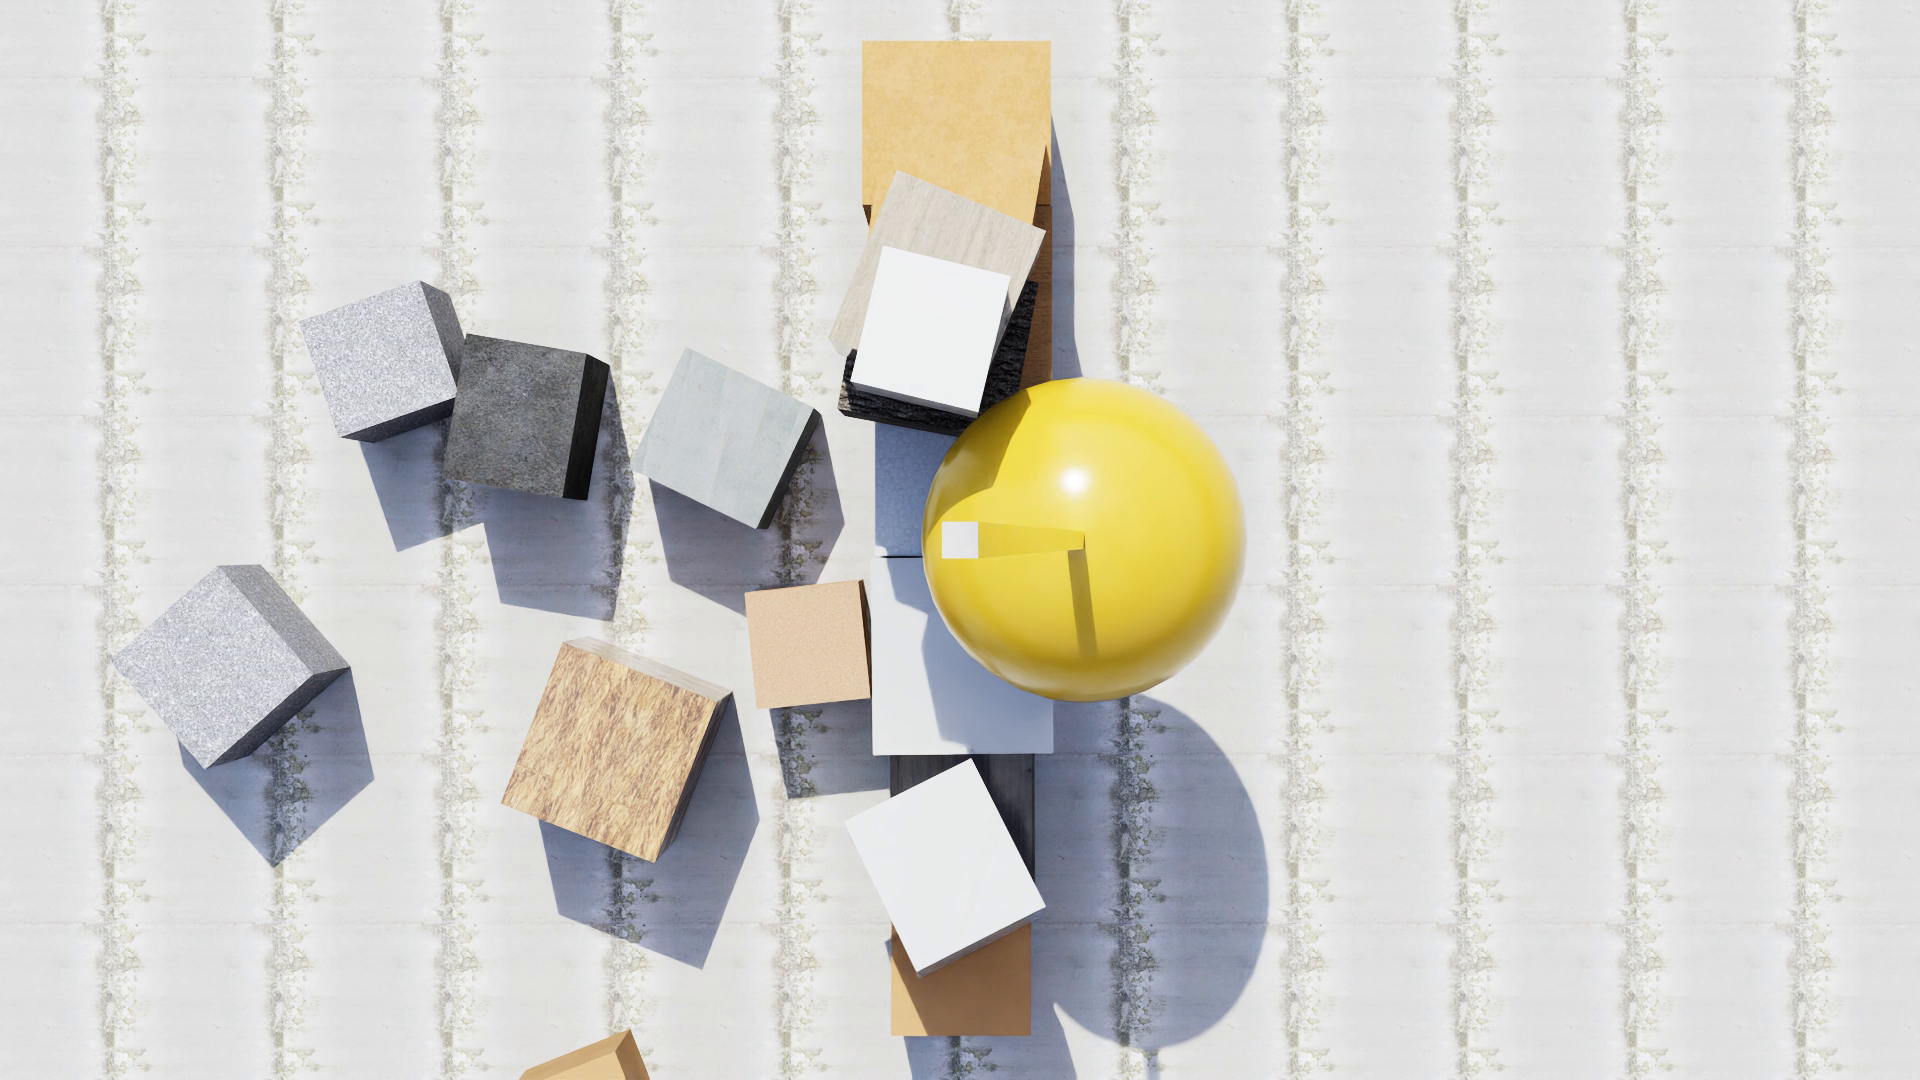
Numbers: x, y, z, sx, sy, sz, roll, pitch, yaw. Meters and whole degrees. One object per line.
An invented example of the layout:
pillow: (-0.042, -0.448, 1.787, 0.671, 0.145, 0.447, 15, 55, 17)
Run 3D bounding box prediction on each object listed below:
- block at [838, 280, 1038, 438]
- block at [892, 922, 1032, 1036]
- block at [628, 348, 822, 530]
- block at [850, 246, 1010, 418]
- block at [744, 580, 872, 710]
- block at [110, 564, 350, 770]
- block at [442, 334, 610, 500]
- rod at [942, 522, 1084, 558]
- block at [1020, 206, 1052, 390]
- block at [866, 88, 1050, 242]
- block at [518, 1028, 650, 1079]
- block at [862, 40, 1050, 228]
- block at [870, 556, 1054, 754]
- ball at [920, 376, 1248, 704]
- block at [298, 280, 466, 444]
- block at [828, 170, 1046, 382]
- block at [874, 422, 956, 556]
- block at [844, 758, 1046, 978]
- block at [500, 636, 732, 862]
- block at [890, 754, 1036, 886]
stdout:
block: (-0.113, -1.000, 11.662, 0.901, 0.734, 0.825, 11, 90, 0)
block: (0.006, 2.333, 12.559, 0.770, 0.881, 0.798, 0, 90, 0)
block: (-1.334, -0.571, 12.635, 0.790, 0.730, 0.750, 25, 90, 0)
block: (-0.131, -0.943, 10.093, 0.585, 0.568, 0.622, 14, 90, 0)
block: (-0.856, 0.592, 12.670, 0.642, 0.660, 0.657, -6, 90, 0)
block: (-4.169, 0.710, 12.622, 0.801, 0.757, 0.807, -41, 90, 0)
block: (-2.470, -0.690, 12.591, 0.676, 0.817, 0.814, 10, 90, 0)
rod: (0.263, 0.000, 7.408, 0.080, 5.200, 0.080, 0, 90, 6)
block: (0.009, -1.321, 12.514, 0.989, 0.971, 1.013, 0, 90, 0)
block: (-0.006, -1.843, 11.668, 0.824, 0.725, 0.822, 10, 89, 0)
block: (-2.154, 3.268, 12.708, 0.661, 0.583, 0.556, -22, 90, 0)
block: (-0.019, -2.285, 12.520, 1.034, 0.960, 0.896, 0, 90, 0)
block: (0.012, 0.622, 12.416, 0.972, 1.168, 1.058, -1, 90, 0)
ball: (0.606, 0.000, 10.791, 1.600, 1.600, 1.600, 0, 90, 0)
block: (-3.242, -1.012, 12.634, 0.712, 0.733, 0.685, -19, 90, 0)
block: (-0.109, -1.207, 10.835, 0.759, 0.918, 0.858, 22, 90, 0)
block: (0.005, -0.359, 12.547, 0.948, 0.905, 0.888, 0, 90, 0)
block: (-0.081, 1.766, 11.724, 0.737, 0.846, 0.851, -26, 78, -6)
block: (-1.940, 1.173, 12.569, 0.911, 0.863, 0.954, 21, 90, 0)
block: (0.014, 1.544, 12.632, 0.810, 0.736, 0.762, 0, 90, 0)
